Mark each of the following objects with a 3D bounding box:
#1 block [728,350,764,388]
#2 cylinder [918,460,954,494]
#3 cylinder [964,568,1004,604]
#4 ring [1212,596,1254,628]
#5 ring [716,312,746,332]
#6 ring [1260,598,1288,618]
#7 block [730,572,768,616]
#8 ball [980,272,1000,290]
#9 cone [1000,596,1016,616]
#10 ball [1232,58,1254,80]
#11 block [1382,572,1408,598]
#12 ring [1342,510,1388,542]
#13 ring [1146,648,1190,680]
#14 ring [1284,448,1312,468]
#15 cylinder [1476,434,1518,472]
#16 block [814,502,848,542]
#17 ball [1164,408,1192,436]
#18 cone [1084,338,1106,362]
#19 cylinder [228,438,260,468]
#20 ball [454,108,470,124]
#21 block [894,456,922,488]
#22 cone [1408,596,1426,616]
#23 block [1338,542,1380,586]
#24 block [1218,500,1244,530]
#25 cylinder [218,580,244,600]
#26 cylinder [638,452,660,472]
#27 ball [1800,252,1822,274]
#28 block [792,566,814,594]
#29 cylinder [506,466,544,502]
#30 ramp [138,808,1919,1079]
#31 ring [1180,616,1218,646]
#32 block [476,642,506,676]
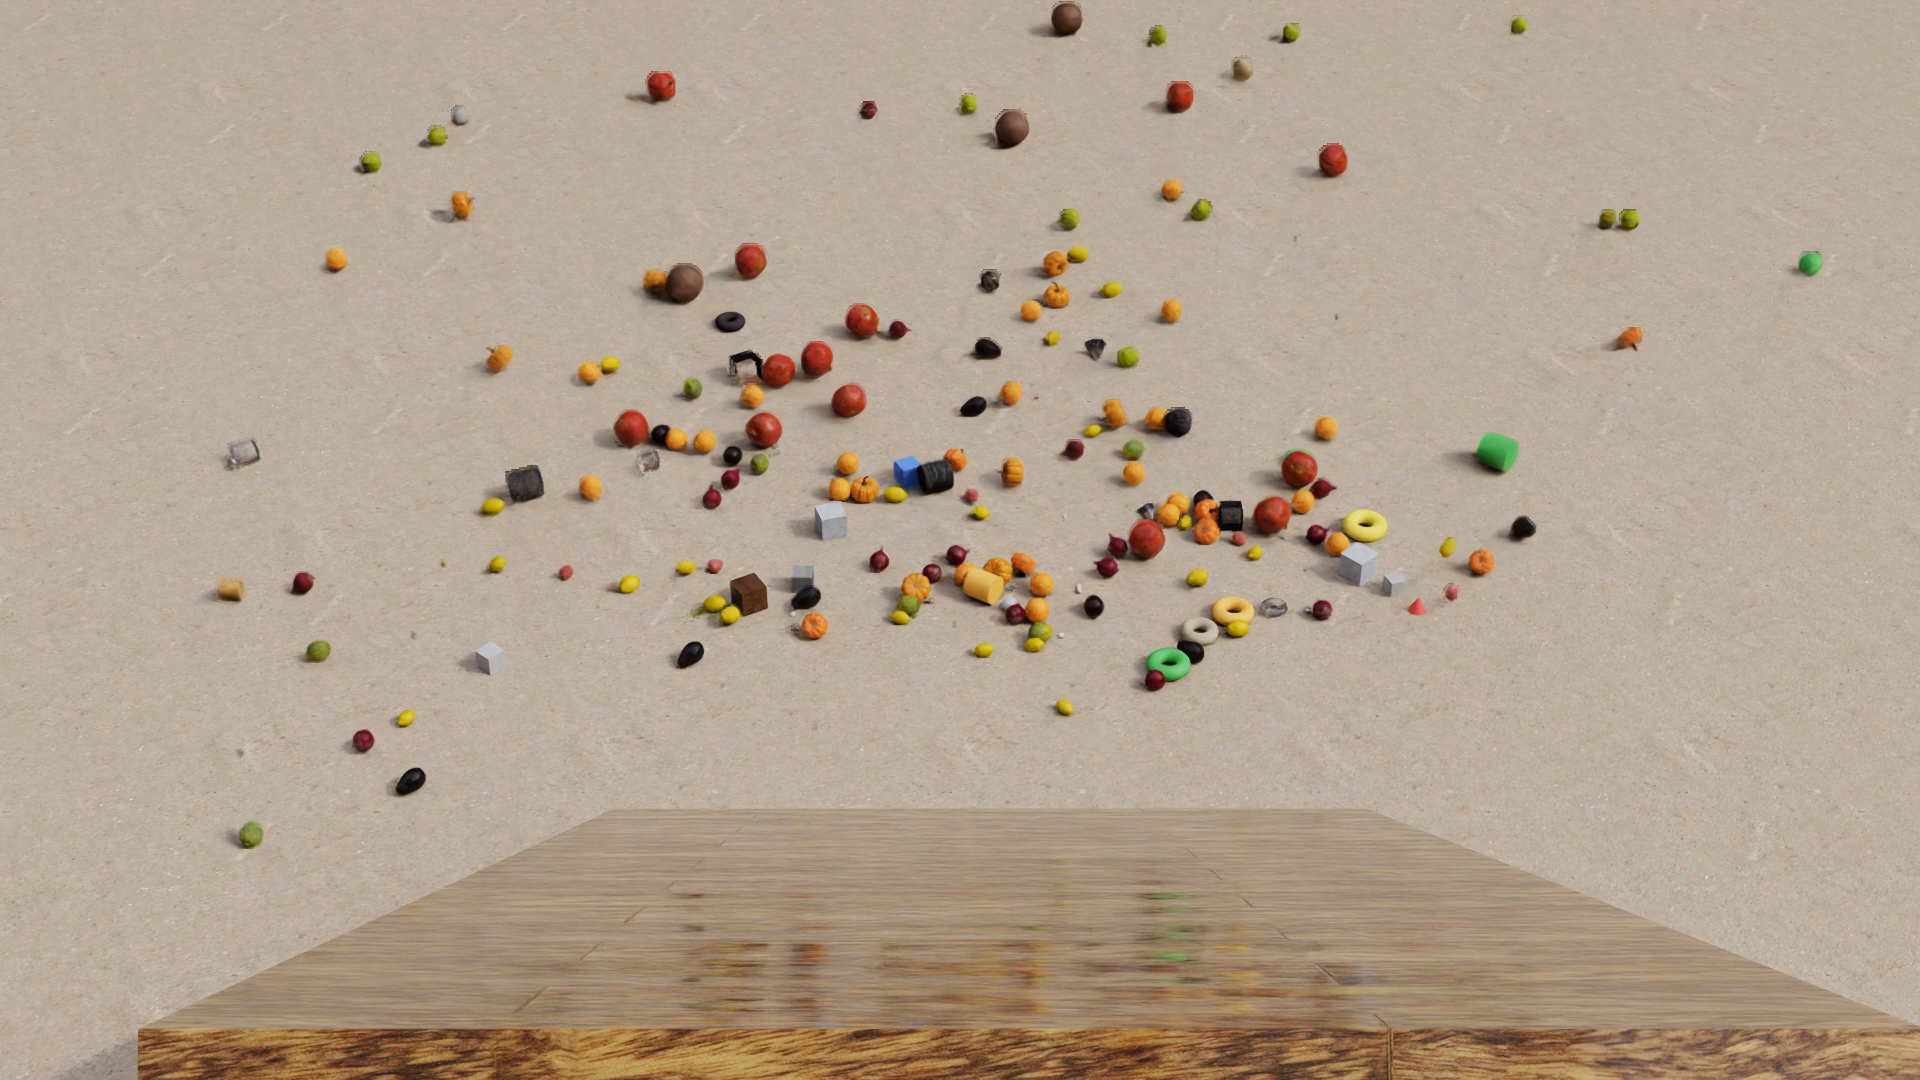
[{"bbox_3d":[-0.716,-0.573,8.702,0.083,0.083,0.083,-20,41,-25],"label":"block"},{"bbox_3d":[-0.076,-0.199,8.190,0.090,0.090,0.090,-12,38,-16],"label":"cylinder"},{"bbox_3d":[0.070,0.136,7.742,0.087,0.087,0.087,21,41,26],"label":"cylinder"},{"bbox_3d":[0.806,0.212,7.679,0.126,0.042,0.126,0,35,0],"label":"ring"},{"bbox_3d":[-0.794,-0.755,8.988,0.104,0.035,0.104,0,35,0],"label":"ring"},{"bbox_3d":[0.930,0.200,7.706,0.082,0.027,0.082,-1,36,1],"label":"ring"},{"bbox_3d":[-0.626,0.162,7.712,0.081,0.081,0.081,-19,41,-24],"label":"block"},{"bbox_3d":[0.107,-0.913,9.172,0.070,0.070,0.070,0,37,0],"label":"ball"},{"bbox_3d":[0.152,0.206,7.701,0.054,0.054,0.054,-16,66,-20],"label":"cone"},{"bbox_3d":[1.142,-1.898,10.485,0.088,0.088,0.088,0,37,0],"label":"ball"},{"bbox_3d":[1.300,0.133,7.777,0.051,0.051,0.051,-13,39,-17],"label":"block"},{"bbox_3d":[1.249,-0.044,8.021,0.137,0.046,0.137,0,38,0],"label":"ring"},{"bbox_3d":[0.599,0.358,7.481,0.128,0.043,0.128,-1,35,1],"label":"ring"},{"bbox_3d":[1.080,-0.261,8.327,0.087,0.029,0.087,-1,35,0],"label":"ring"},{"bbox_3d":[1.713,-0.279,8.293,0.098,0.098,0.098,22,42,31],"label":"cylinder"},{"bbox_3d":[-0.397,-0.058,8.009,0.080,0.080,0.080,-12,38,-15],"label":"block"},{"bbox_3d":[0.708,-0.380,8.436,0.090,0.090,0.090,0,37,0],"label":"ball"},{"bbox_3d":[0.462,-0.634,8.827,0.072,0.072,0.072,-2,63,-3],"label":"cone"},{"bbox_3d":[-2.286,-0.277,8.307,0.076,0.076,0.076,-22,42,-26],"label":"cylinder"},{"bbox_3d":[-1.952,-1.661,10.185,0.065,0.065,0.065,0,37,0],"label":"ball"},{"bbox_3d":[-0.165,-0.216,8.235,0.066,0.066,0.066,-19,41,-24],"label":"block"},{"bbox_3d":[1.357,0.187,7.703,0.052,0.052,0.052,0,37,0],"label":"cone"},{"bbox_3d":[1.200,0.073,7.830,0.083,0.083,0.083,-30,46,-34],"label":"block"},{"bbox_3d":[0.838,-0.075,8.044,0.066,0.066,0.066,-1,37,-1],"label":"block"},{"bbox_3d":[-2.173,0.148,7.751,0.058,0.058,0.058,-1,37,3],"label":"cylinder"},{"bbox_3d":[-0.992,-0.249,8.287,0.057,0.057,0.057,-15,39,-21],"label":"cylinder"},{"bbox_3d":[3.030,-0.983,9.259,0.078,0.078,0.078,0,37,0],"label":"ball"},{"bbox_3d":[-0.470,0.118,7.789,0.060,0.060,0.060,1,37,1],"label":"block"},{"bbox_3d":[-1.362,-0.174,8.154,0.094,0.094,0.094,-14,39,-19],"label":"cylinder"},{"bbox_3d":[0.080,0.680,4.905,2.000,0.100,4.000,0,-2,0],"label":"ramp"},{"bbox_3d":[0.700,0.267,7.608,0.112,0.037,0.112,0,38,0],"label":"ring"},{"bbox_3d":[-1.351,0.341,7.490,0.059,0.059,0.059,28,45,32],"label":"block"}]
